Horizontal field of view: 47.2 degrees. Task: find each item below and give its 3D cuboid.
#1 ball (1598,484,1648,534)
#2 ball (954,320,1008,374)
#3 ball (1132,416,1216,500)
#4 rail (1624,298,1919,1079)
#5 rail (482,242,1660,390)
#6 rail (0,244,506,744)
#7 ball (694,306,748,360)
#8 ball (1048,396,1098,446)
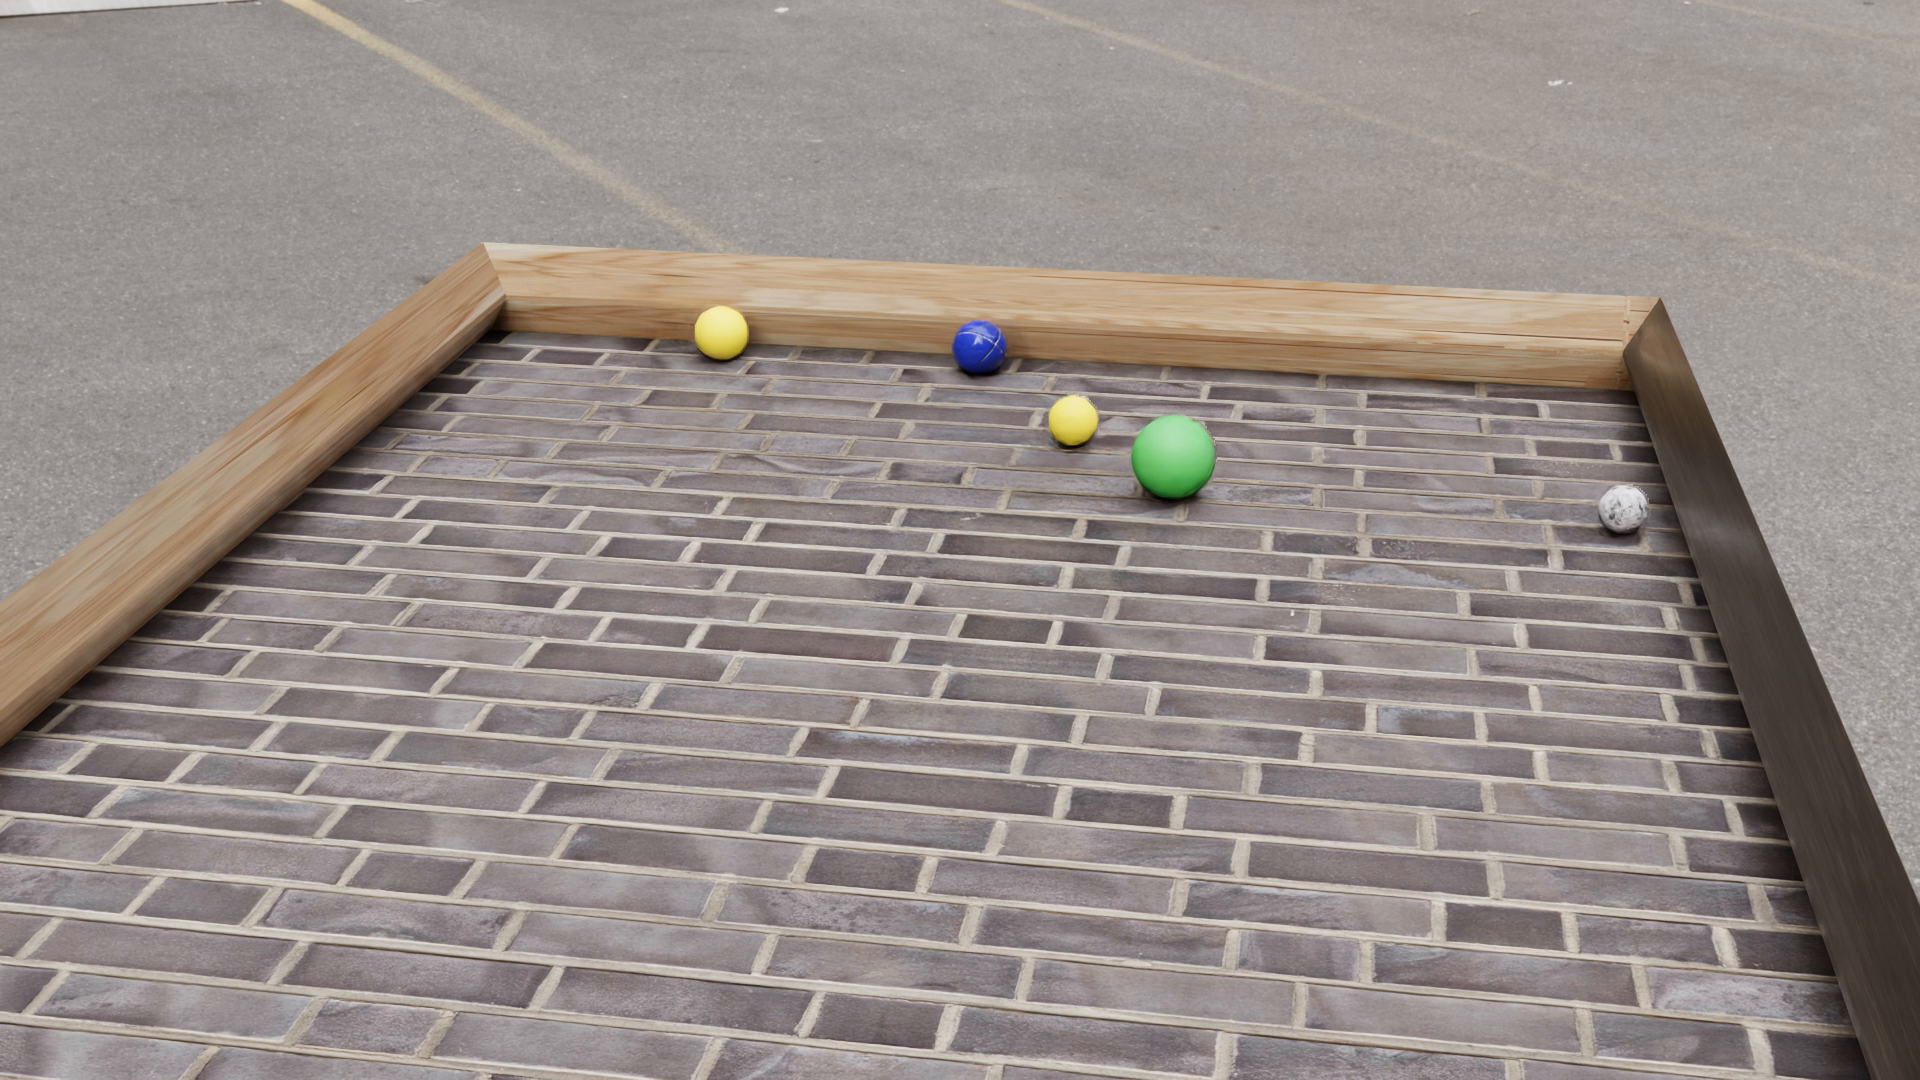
[{"bbox_3d":[0.728,-0.034,2.414,0.054,0.054,0.054,0,23,0],"label":"ball"},{"bbox_3d":[0.027,-0.255,2.904,0.071,0.071,0.071,0,23,0],"label":"ball"},{"bbox_3d":[0.243,-0.094,2.501,0.095,0.095,0.095,0,23,0],"label":"ball"},{"bbox_3d":[0.638,0.305,1.540,0.045,0.124,2.853,4,24,9],"label":"rail"},{"bbox_3d":[0.113,-0.294,2.926,1.578,0.124,0.045,4,24,9],"label":"rail"},{"bbox_3d":[-0.872,0.205,1.771,0.045,0.124,2.853,4,24,9],"label":"rail"},{"bbox_3d":[-0.321,-0.278,2.956,0.072,0.072,0.072,0,23,0],"label":"ball"},{"bbox_3d":[0.137,-0.144,2.660,0.061,0.061,0.061,0,23,0],"label":"ball"}]
